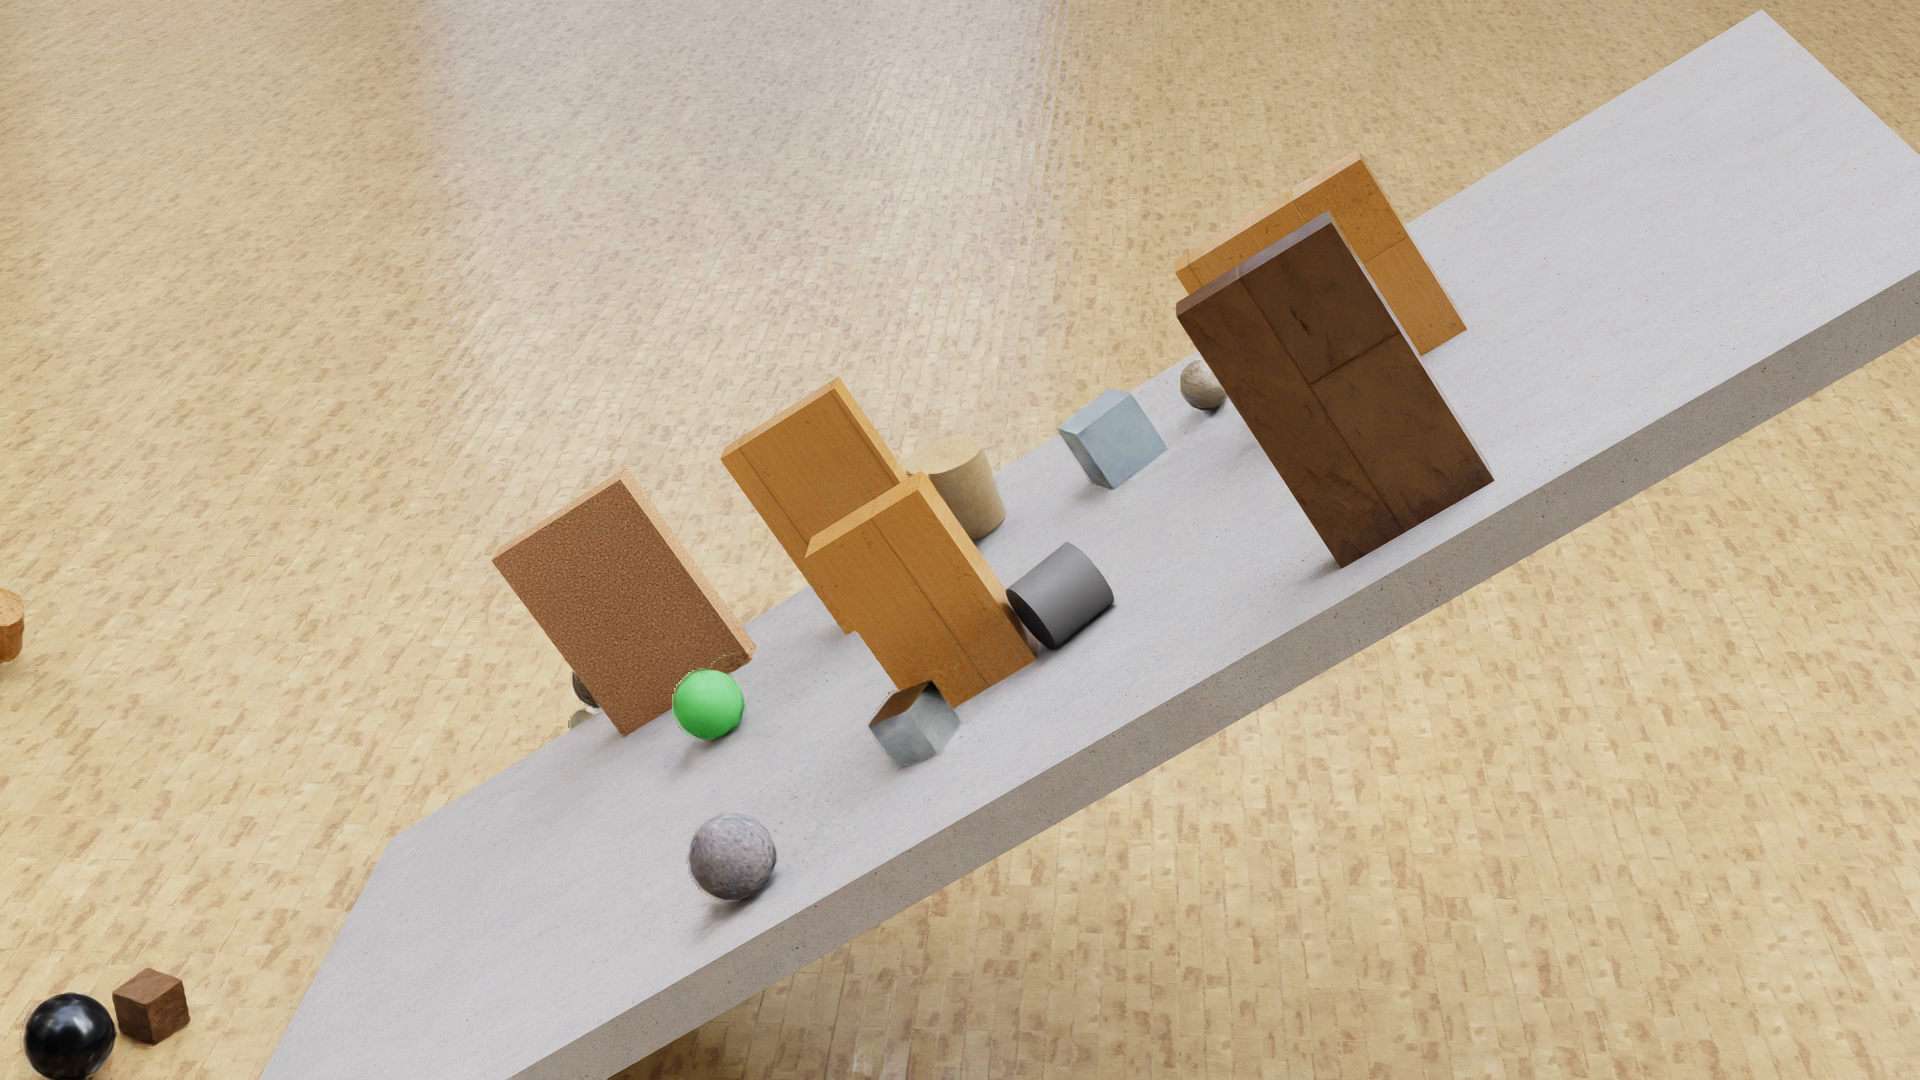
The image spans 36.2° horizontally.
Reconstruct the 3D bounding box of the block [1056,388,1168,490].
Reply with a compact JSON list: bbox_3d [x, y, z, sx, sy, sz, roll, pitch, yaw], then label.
[{"bbox_3d":[0.340,-0.227,6.597,0.154,0.154,0.154,-37,15,-8],"label":"block"}]

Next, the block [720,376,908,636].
[{"bbox_3d":[-0.270,-0.076,6.744,0.316,0.510,0.090,-31,15,14],"label":"block"}]

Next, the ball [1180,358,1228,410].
[{"bbox_3d":[0.550,-0.349,6.600,0.115,0.115,0.115,0,20,0],"label":"ball"}]

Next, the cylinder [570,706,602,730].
[{"bbox_3d":[-0.977,0.545,8.311,0.179,0.179,0.179,-15,25,-39],"label":"cylinder"}]

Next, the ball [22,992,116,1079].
[{"bbox_3d":[-2.030,1.134,6.705,0.203,0.203,0.203,0,20,0],"label":"ball"}]

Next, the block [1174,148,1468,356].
[{"bbox_3d":[0.743,-0.506,6.075,0.441,0.423,0.095,-31,15,14],"label":"block"}]

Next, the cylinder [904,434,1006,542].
[{"bbox_3d":[-0.011,-0.117,6.845,0.189,0.189,0.189,-15,26,8],"label":"cylinder"}]

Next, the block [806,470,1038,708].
[{"bbox_3d":[-0.074,0.117,5.899,0.271,0.426,0.117,-31,15,14],"label":"block"}]

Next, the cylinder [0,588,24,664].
[{"bbox_3d":[-2.912,0.259,8.881,0.162,0.162,0.162,11,42,-10],"label":"cylinder"}]

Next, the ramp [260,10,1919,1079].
[{"bbox_3d":[0.139,0.171,6.297,4.000,0.100,2.000,-31,15,14],"label":"ramp"}]

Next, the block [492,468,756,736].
[{"bbox_3d":[-0.811,0.154,7.120,0.386,0.547,0.087,-31,15,14],"label":"block"}]

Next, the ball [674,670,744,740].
[{"bbox_3d":[-0.570,0.374,6.687,0.159,0.159,0.159,0,20,0],"label":"ball"}]

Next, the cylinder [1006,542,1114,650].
[{"bbox_3d":[0.199,0.112,5.860,0.154,0.154,0.154,-38,32,-12],"label":"cylinder"}]

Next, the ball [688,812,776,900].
[{"bbox_3d":[-0.438,0.609,5.666,0.168,0.168,0.168,0,20,0],"label":"ball"}]

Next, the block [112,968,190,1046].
[{"bbox_3d":[-1.902,1.097,6.915,0.115,0.115,0.115,12,30,30],"label":"block"}]

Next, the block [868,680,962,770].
[{"bbox_3d":[-0.088,0.363,5.788,0.110,0.110,0.110,-22,19,39],"label":"block"}]

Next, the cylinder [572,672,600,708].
[{"bbox_3d":[-0.901,0.350,7.494,0.138,0.138,0.138,-11,-5,-27],"label":"cylinder"}]

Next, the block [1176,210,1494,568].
[{"bbox_3d":[0.667,-0.264,5.230,0.315,0.559,0.088,-31,15,14],"label":"block"}]
